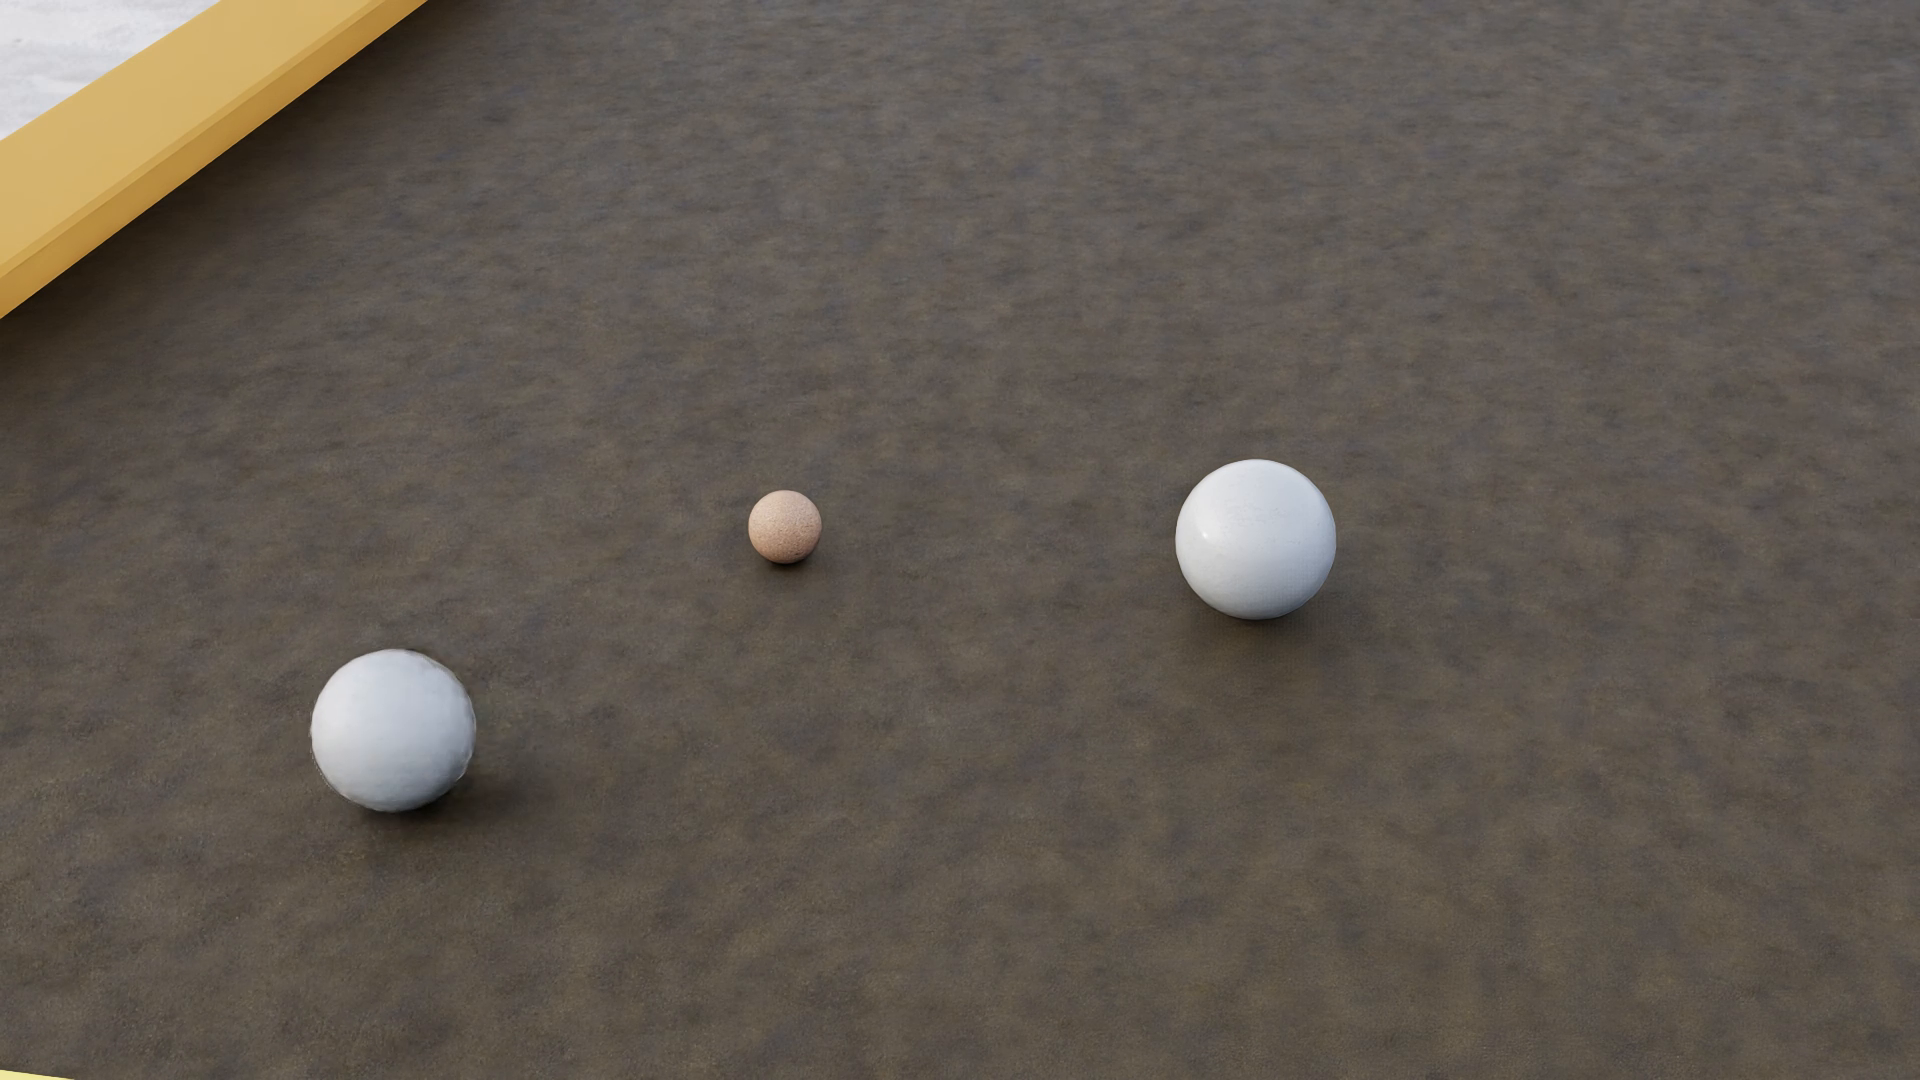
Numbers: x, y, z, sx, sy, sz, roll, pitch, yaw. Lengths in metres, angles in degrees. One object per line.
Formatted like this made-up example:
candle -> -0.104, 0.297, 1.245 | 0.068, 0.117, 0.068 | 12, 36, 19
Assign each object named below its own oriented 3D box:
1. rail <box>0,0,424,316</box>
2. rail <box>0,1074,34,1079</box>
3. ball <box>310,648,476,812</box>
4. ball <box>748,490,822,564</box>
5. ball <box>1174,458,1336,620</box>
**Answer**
rail -> -0.627, -0.418, 2.617 | 0.045, 0.129, 2.965 | 5, 27, 11
rail -> -0.147, 0.285, 1.190 | 1.638, 0.129, 0.045 | 5, 27, 11
ball -> -0.309, 0.104, 1.605 | 0.089, 0.089, 0.089 | 0, 26, 0
ball -> -0.112, -0.008, 1.880 | 0.047, 0.047, 0.047 | 0, 26, 0
ball -> 0.181, 0.000, 1.805 | 0.099, 0.099, 0.099 | 0, 26, 0
